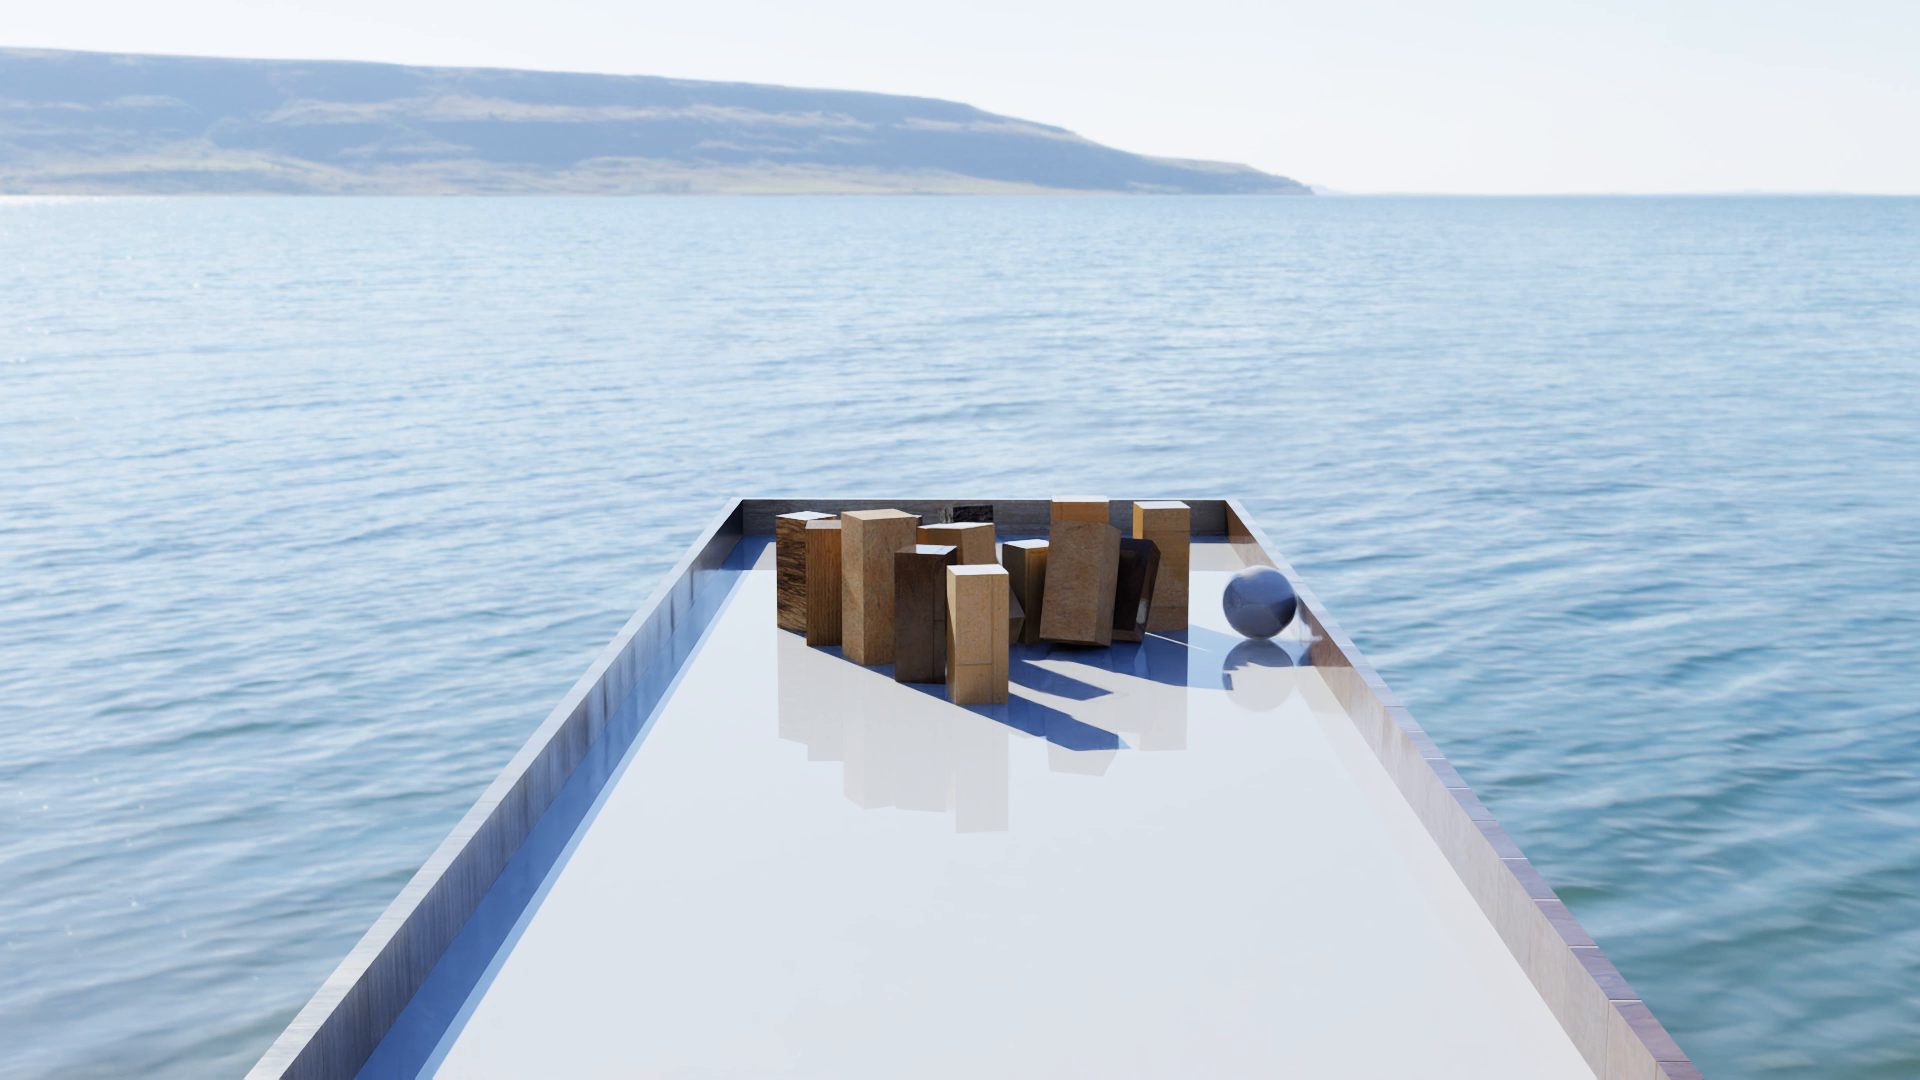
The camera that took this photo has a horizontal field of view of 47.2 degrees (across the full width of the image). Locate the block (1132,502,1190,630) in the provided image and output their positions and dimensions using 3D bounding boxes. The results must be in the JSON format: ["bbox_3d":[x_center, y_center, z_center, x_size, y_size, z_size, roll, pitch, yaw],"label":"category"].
[{"bbox_3d":[0.657,0.084,7.198,0.156,0.402,0.156,-1,9,-7],"label":"block"}]

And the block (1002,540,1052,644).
[{"bbox_3d":[0.228,0.163,7.002,0.137,0.306,0.137,-5,10,-31],"label":"block"}]

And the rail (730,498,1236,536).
[{"bbox_3d":[0.099,-0.098,9.147,2.100,0.150,0.050,0,9,1],"label":"rail"}]

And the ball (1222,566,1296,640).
[{"bbox_3d":[0.953,0.200,6.997,0.236,0.236,0.236,0,9,0],"label":"ball"}]

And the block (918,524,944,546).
[{"bbox_3d":[-0.061,0.140,6.957,0.104,0.366,0.104,-8,12,-40],"label":"block"}]

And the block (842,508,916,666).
[{"bbox_3d":[-0.247,0.142,6.692,0.174,0.445,0.174,-4,10,-24],"label":"block"}]

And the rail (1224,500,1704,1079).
[{"bbox_3d":[1.046,0.843,3.208,0.050,0.150,12.000,0,9,1],"label":"rail"}]

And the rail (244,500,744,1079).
[{"bbox_3d":[-1.004,0.839,3.234,0.050,0.150,12.000,0,9,1],"label":"rail"}]

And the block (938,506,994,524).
[{"bbox_3d":[0.027,0.079,7.245,0.141,0.379,0.141,-3,1,-20],"label":"block"}]

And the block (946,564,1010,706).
[{"bbox_3d":[0.049,0.264,6.166,0.150,0.368,0.150,-1,9,-9],"label":"block"}]

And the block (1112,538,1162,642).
[{"bbox_3d":[0.547,0.158,7.004,0.108,0.308,0.108,5,-20,23],"label":"block"}]

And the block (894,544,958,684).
[{"bbox_3d":[-0.099,0.216,6.426,0.150,0.382,0.150,2,9,13],"label":"block"}]

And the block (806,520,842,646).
[{"bbox_3d":[-0.396,0.135,6.969,0.177,0.373,0.177,0,9,-1],"label":"block"}]

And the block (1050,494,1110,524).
[{"bbox_3d":[0.389,0.074,7.183,0.180,0.423,0.180,0,8,0],"label":"block"}]

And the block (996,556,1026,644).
[{"bbox_3d":[0.078,0.162,7.002,0.120,0.120,0.363,-4,45,-23],"label":"block"}]

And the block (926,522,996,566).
[{"bbox_3d":[0.014,0.151,6.769,0.148,0.392,0.148,2,8,44],"label":"block"}]

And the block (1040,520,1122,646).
[{"bbox_3d":[0.378,0.136,6.867,0.178,0.368,0.178,4,-7,21],"label":"block"}]

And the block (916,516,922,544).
[{"bbox_3d":[-0.240,0.105,7.201,0.177,0.359,0.177,4,10,24],"label":"block"}]

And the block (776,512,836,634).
[{"bbox_3d":[-0.500,0.104,7.173,0.140,0.370,0.140,8,12,42],"label":"block"}]
